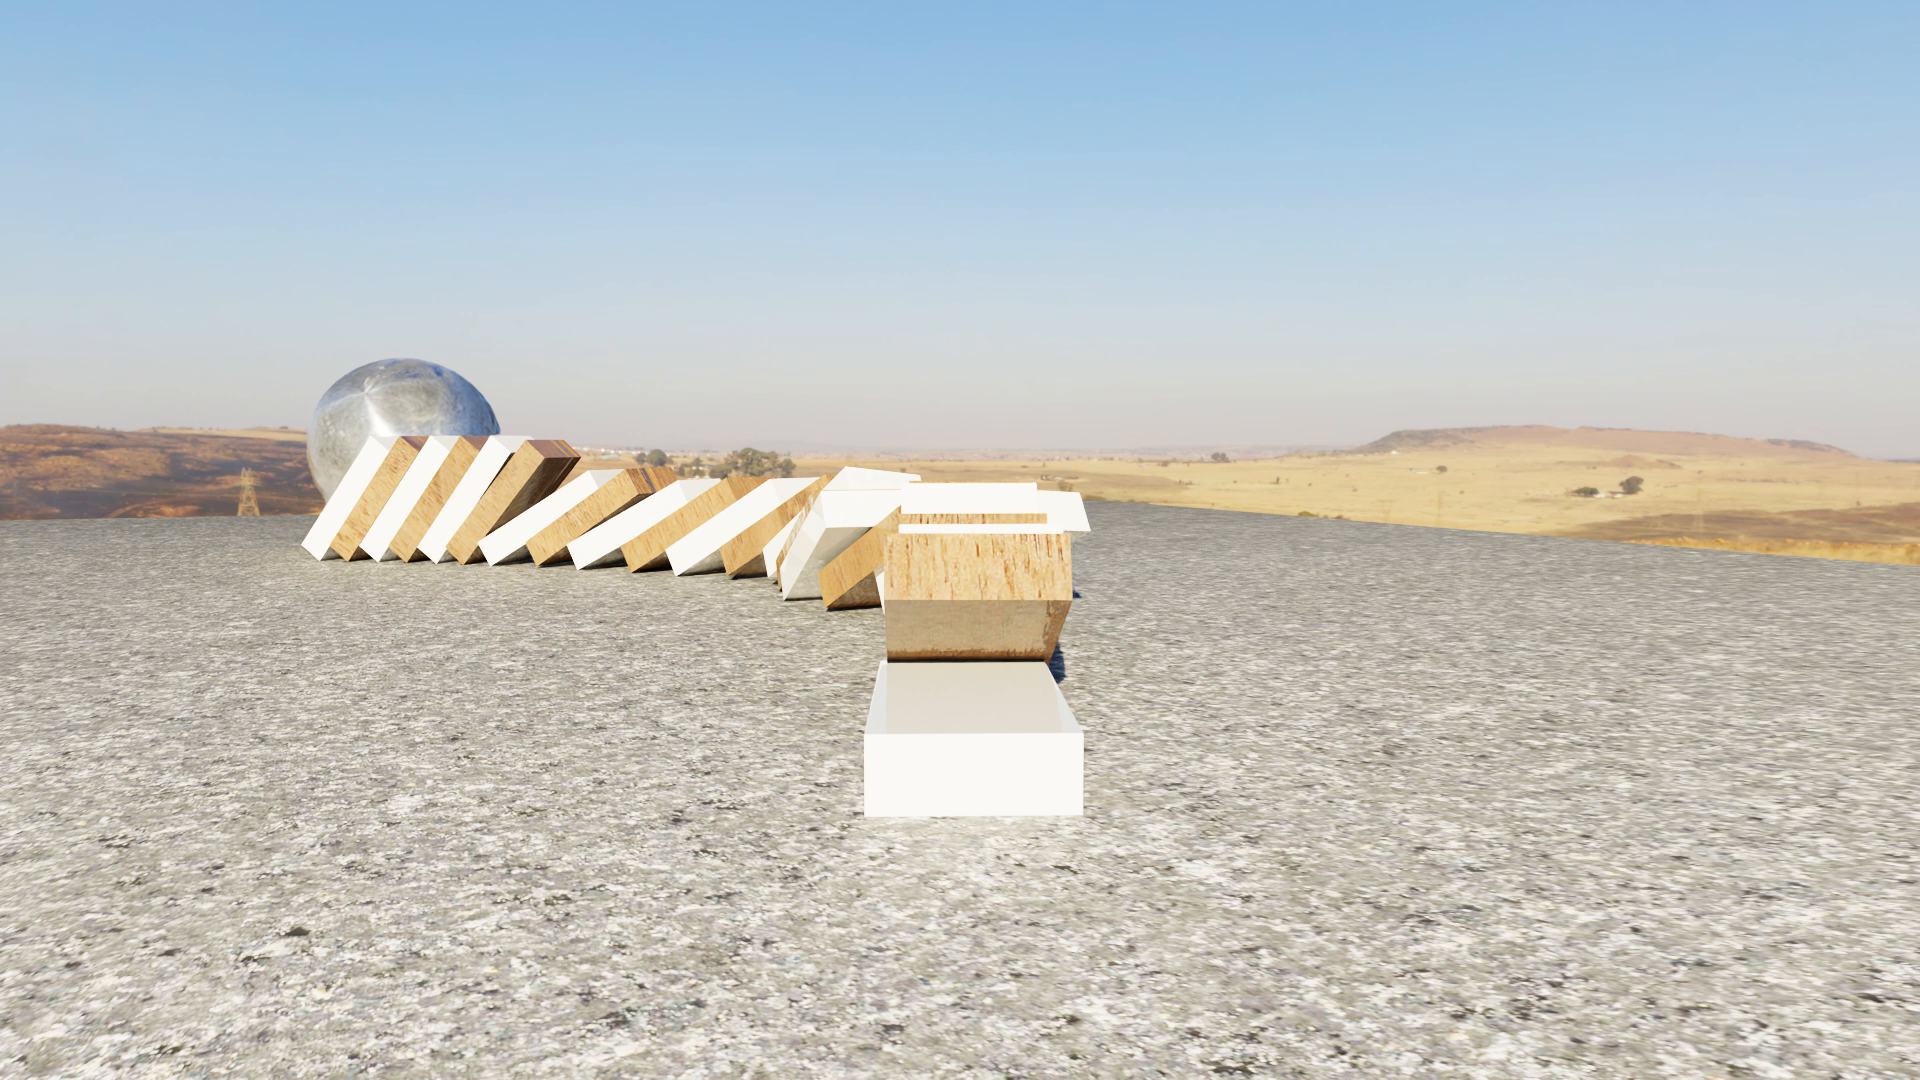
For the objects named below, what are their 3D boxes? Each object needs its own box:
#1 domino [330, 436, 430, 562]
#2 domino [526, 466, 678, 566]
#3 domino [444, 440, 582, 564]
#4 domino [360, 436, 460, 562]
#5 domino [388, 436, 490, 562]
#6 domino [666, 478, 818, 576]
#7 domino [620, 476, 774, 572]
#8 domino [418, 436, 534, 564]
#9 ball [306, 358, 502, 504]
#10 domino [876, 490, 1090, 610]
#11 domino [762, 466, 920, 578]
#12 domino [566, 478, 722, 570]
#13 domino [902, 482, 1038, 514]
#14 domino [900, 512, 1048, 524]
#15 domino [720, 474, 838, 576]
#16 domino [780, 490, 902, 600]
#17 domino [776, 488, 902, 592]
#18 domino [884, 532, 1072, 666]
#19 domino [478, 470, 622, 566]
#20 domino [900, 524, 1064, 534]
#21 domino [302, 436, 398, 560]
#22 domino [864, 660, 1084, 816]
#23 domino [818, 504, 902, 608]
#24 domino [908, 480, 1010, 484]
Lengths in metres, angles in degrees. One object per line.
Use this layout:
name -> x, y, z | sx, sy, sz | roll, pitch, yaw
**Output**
domino -> -0.207, -0.015, 0.471 | 0.010, 0.050, 0.025 | 39, 11, 8
domino -> -0.123, -0.008, 0.443 | 0.050, 0.010, 0.025 | -31, -8, 22
domino -> -0.160, -0.014, 0.459 | 0.010, 0.050, 0.025 | 42, 12, 7
domino -> -0.195, -0.015, 0.469 | 0.009, 0.050, 0.025 | 39, 11, 8
domino -> -0.184, -0.015, 0.466 | 0.009, 0.050, 0.025 | 39, 11, 8
domino -> -0.068, -0.004, 0.411 | 0.050, 0.009, 0.025 | -30, -12, 30
domino -> -0.085, -0.005, 0.423 | 0.050, 0.009, 0.025 | -29, -10, 27
domino -> -0.172, -0.015, 0.464 | 0.009, 0.050, 0.025 | 39, 11, 8
ball -> -0.244, -0.040, 0.566 | 0.080, 0.080, 0.080 | 0, 4, 0
domino -> 0.004, 0.004, 0.300 | 0.025, 0.010, 0.050 | 1, -25, -37
domino -> -0.034, -0.004, 0.375 | 0.025, 0.009, 0.050 | 5, -30, -37
domino -> -0.106, -0.005, 0.436 | 0.050, 0.009, 0.025 | -27, -6, 22
domino -> 0.001, 0.006, 0.257 | 0.025, 0.010, 0.050 | 0, -28, -3
domino -> 0.001, 0.009, 0.238 | 0.025, 0.010, 0.050 | 0, -22, -3
domino -> -0.048, -0.004, 0.396 | 0.050, 0.009, 0.025 | -31, -19, 33
domino -> -0.029, 0.002, 0.333 | 0.025, 0.010, 0.050 | -2, -22, -21
domino -> -0.034, 0.001, 0.355 | 0.025, 0.010, 0.050 | -2, -22, -21
domino -> 0.001, 0.013, 0.194 | 0.025, 0.010, 0.050 | 0, -21, -2
domino -> -0.142, -0.008, 0.454 | 0.050, 0.009, 0.025 | -30, -3, 13
domino -> 0.002, 0.011, 0.217 | 0.025, 0.009, 0.050 | 0, -21, -3
domino -> -0.219, -0.016, 0.474 | 0.009, 0.050, 0.025 | 39, 11, 8
domino -> 0.001, 0.025, 0.171 | 0.025, 0.010, 0.050 | 0, 4, -1
domino -> -0.012, 0.003, 0.315 | 0.025, 0.009, 0.050 | 0, -24, -37
domino -> 0.001, 0.004, 0.275 | 0.025, 0.010, 0.050 | 0, -28, -4
